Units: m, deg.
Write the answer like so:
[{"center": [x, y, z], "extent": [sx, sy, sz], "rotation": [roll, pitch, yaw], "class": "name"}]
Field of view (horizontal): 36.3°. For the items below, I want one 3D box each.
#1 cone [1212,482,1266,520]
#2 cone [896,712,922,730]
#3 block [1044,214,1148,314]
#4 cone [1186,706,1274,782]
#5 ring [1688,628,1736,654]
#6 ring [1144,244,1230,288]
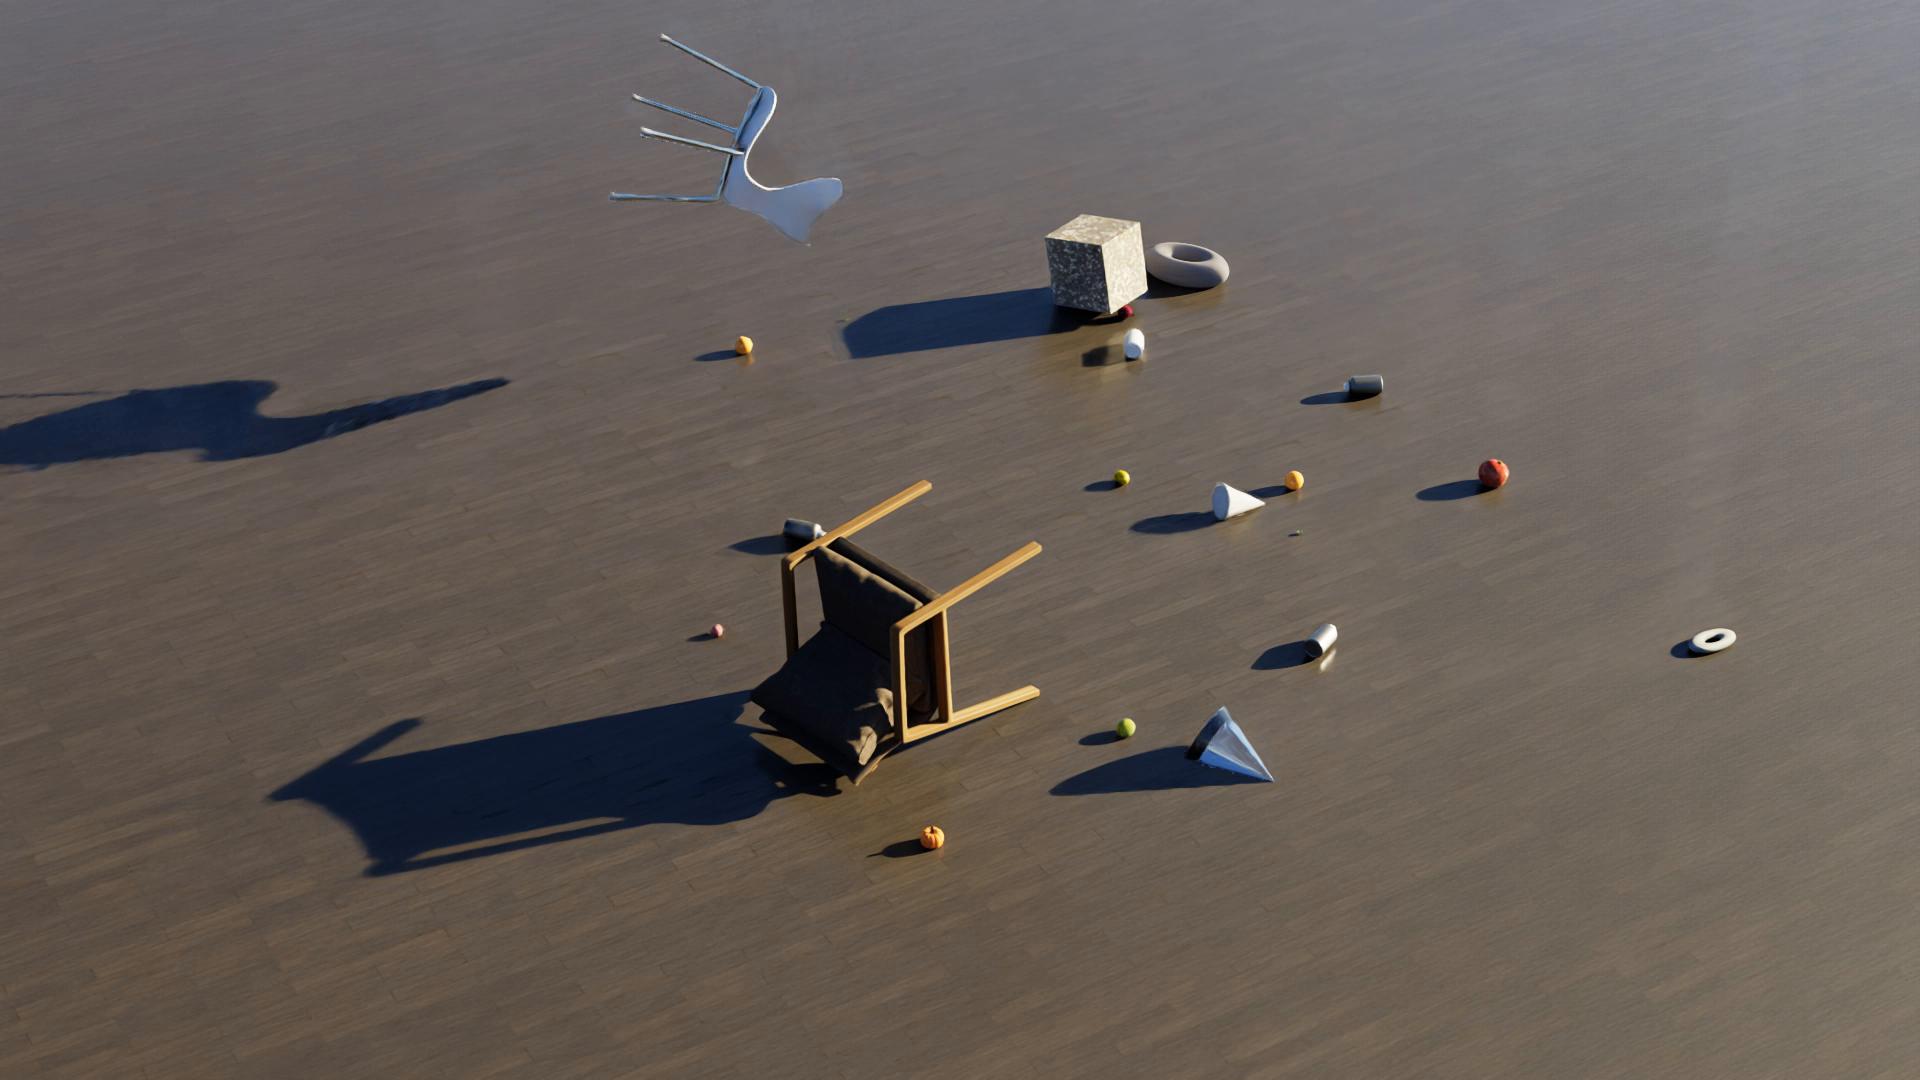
[{"center": [1.076, -0.141, 11.101], "extent": [0.212, 0.117, 0.143], "rotation": [2, 73, -29], "class": "cone"}, {"center": [-0.197, 0.609, 9.998], "extent": [0.100, 0.052, 0.085], "rotation": [-27, 25, -32], "class": "cone"}, {"center": [0.577, -1.168, 12.390], "extent": [0.300, 0.309, 0.267], "rotation": [13, 34, 38], "class": "block"}, {"center": [0.933, 0.722, 9.760], "extent": [0.286, 0.203, 0.225], "rotation": [36, 67, 14], "class": "cone"}, {"center": [2.661, 0.357, 10.373], "extent": [0.196, 0.033, 0.106], "rotation": [-17, 36, -23], "class": "ring"}, {"center": [0.974, -1.185, 12.639], "extent": [0.388, 0.117, 0.226], "rotation": [14, 37, 19], "class": "ring"}]
